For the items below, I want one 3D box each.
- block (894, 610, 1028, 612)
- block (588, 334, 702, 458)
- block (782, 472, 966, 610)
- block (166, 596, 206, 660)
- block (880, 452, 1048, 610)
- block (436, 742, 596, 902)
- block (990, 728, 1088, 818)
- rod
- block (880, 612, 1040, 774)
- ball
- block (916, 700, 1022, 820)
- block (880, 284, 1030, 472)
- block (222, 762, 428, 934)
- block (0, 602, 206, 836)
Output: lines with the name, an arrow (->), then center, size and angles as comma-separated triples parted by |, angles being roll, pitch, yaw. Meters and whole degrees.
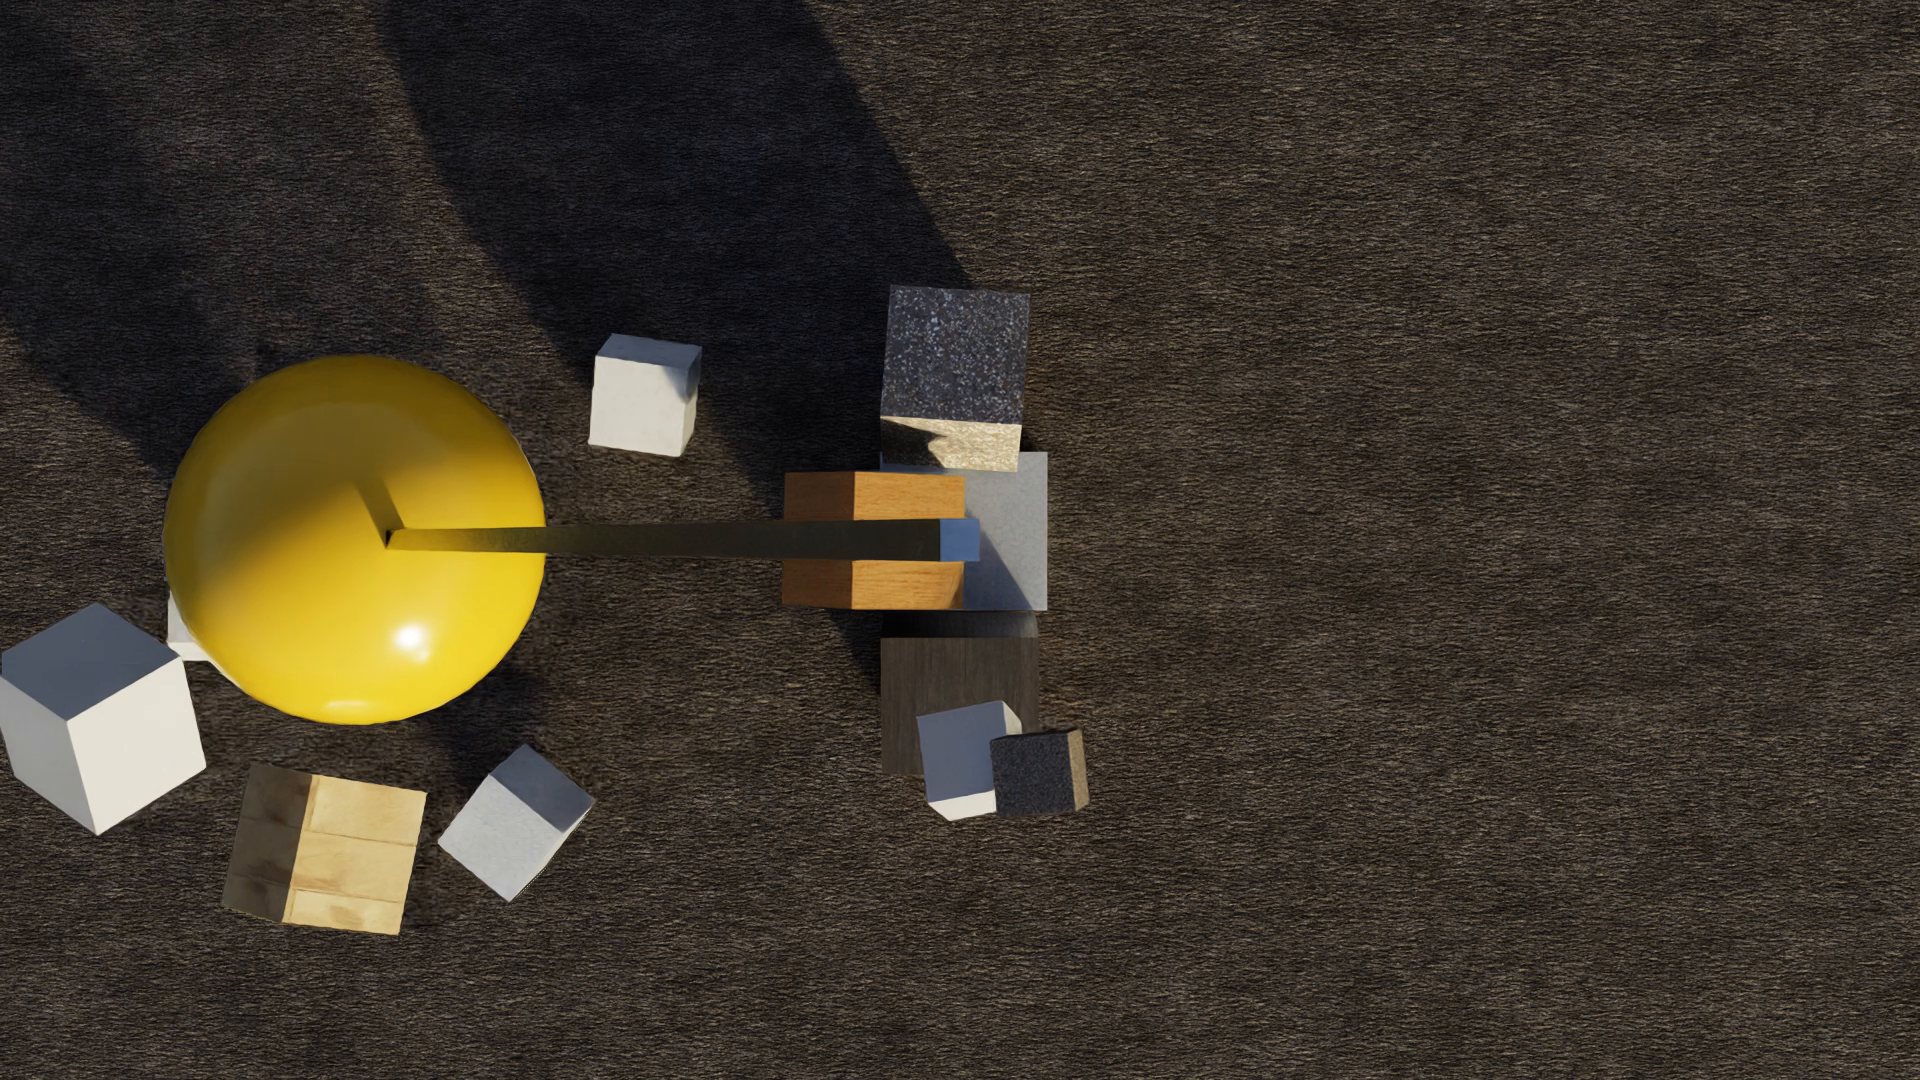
block -> 0.006, 0.763, 12.608 | 0.739, 0.783, 0.732 | 0, 90, 0
block -> -1.812, -0.837, 12.682 | 0.527, 0.481, 0.527 | 8, 111, 0
block -> -0.458, 0.003, 11.618 | 0.684, 0.697, 0.698 | 1, 90, -35
block -> -4.029, 0.315, 12.382 | 0.781, 0.741, 0.645 | 3, 79, -18
block -> 0.019, -0.049, 12.550 | 0.921, 0.900, 0.874 | 0, 90, 0
block -> -2.548, 1.620, 12.660 | 0.536, 0.532, 0.559 | 39, 108, 0
block -> 0.352, 1.028, 9.721 | 0.347, 0.354, 0.338 | -7, 87, 12
rod -> -1.123, 0.000, 6.419 | 0.080, 5.200, 0.080 | 0, 90, -26
block -> 0.000, 0.812, 11.826 | 0.825, 0.670, 0.729 | 0, 100, 0
ball -> -2.593, 0.000, 9.486 | 1.600, 1.600, 1.600 | 0, 90, 0
block -> 0.070, 1.032, 10.277 | 0.411, 0.378, 0.416 | -12, 68, 11
block -> -0.026, -0.859, 11.833 | 0.736, 0.730, 0.740 | 4, 72, 1
block -> -2.811, 1.363, 9.728 | 0.556, 0.584, 0.631 | 17, 79, -42
block -> -4.459, 0.915, 11.363 | 0.708, 0.670, 0.760 | 25, 131, 29
